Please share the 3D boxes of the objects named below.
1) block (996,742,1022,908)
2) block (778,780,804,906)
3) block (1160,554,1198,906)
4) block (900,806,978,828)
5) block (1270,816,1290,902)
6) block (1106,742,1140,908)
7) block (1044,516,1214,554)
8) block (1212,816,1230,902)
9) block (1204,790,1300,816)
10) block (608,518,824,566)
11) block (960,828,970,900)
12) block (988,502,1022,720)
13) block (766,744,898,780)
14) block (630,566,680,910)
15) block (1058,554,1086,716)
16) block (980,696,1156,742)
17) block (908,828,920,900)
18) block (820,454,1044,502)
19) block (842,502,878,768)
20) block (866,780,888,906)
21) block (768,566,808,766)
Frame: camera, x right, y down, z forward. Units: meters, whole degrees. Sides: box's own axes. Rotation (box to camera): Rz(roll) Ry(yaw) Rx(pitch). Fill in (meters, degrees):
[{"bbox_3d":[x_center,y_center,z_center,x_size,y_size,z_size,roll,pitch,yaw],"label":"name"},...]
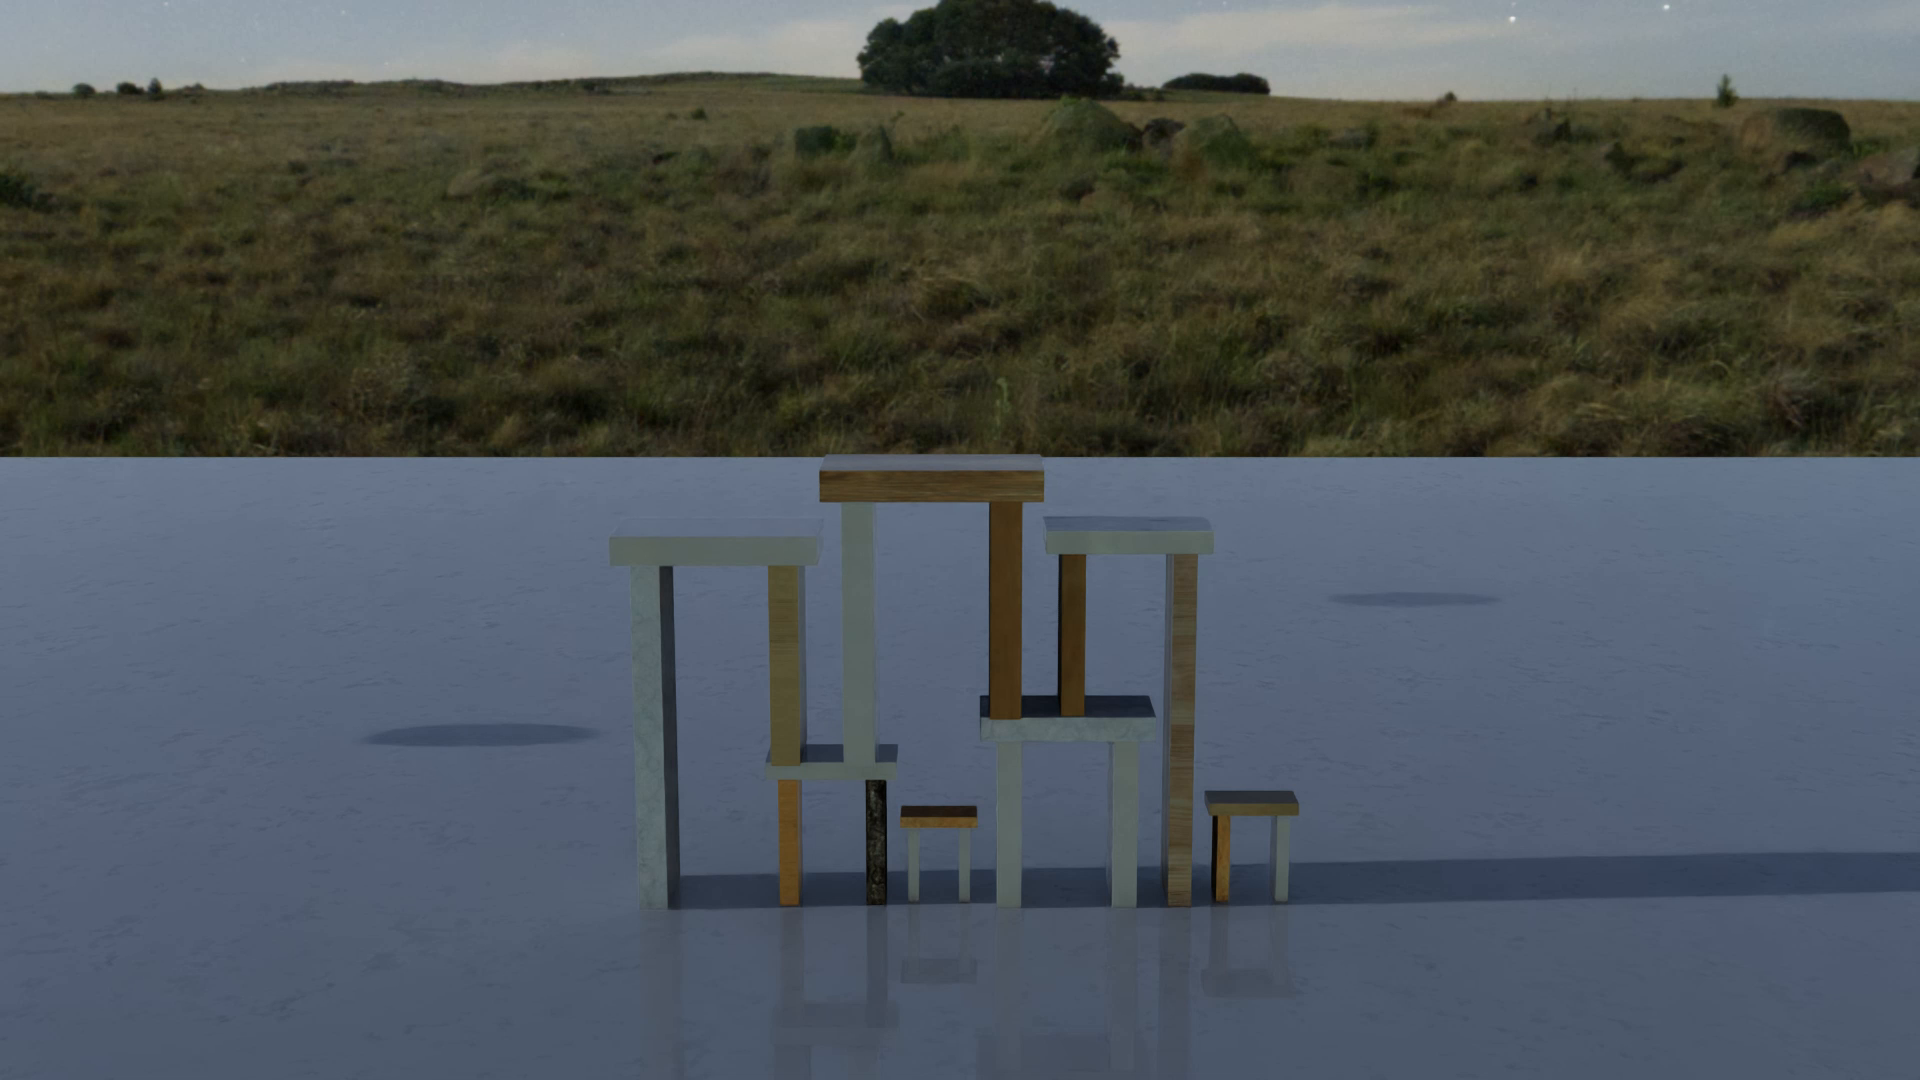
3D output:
[{"bbox_3d":[0.080,0.451,3.643,0.040,0.283,0.141,0,11,0],"label":"block"},{"bbox_3d":[-0.280,0.486,3.647,0.030,0.213,0.107,0,11,0],"label":"block"},{"bbox_3d":[0.359,0.300,3.618,0.038,0.589,0.133,0,11,0],"label":"block"},{"bbox_3d":[-0.035,0.458,3.641,0.126,0.018,0.063,0,11,0],"label":"block"},{"bbox_3d":[0.531,0.518,3.656,0.021,0.147,0.073,0,11,0],"label":"block"},{"bbox_3d":[0.269,0.451,3.643,0.040,0.283,0.141,0,11,0],"label":"block"},{"bbox_3d":[0.271,-0.008,3.560,0.266,0.038,0.133,0,11,0],"label":"block"},{"bbox_3d":[0.433,0.518,3.656,0.021,0.147,0.073,0,11,0],"label":"block"},{"bbox_3d":[0.482,0.435,3.641,0.147,0.021,0.073,0,11,0],"label":"block"},{"bbox_3d":[-0.391,0.003,3.564,0.329,0.047,0.165,0,11,0],"label":"block"},{"bbox_3d":[0.007,0.529,3.654,0.018,0.126,0.063,0,11,0],"label":"block"},{"bbox_3d":[0.073,0.098,3.583,0.050,0.354,0.177,0,11,0],"label":"block"},{"bbox_3d":[-0.210,0.366,3.625,0.213,0.030,0.107,0,11,0],"label":"block"},{"bbox_3d":[-0.501,0.308,3.621,0.047,0.573,0.165,0,11,0],"label":"block"},{"bbox_3d":[0.182,0.141,3.588,0.038,0.266,0.133,0,11,0],"label":"block"},{"bbox_3d":[0.175,0.293,3.613,0.283,0.040,0.141,0,11,0],"label":"block"},{"bbox_3d":[-0.077,0.529,3.654,0.018,0.126,0.063,0,11,0],"label":"block"},{"bbox_3d":[-0.044,-0.101,3.546,0.354,0.050,0.177,0,11,0],"label":"block"},{"bbox_3d":[-0.162,0.137,3.589,0.050,0.433,0.177,0,11,0],"label":"block"},{"bbox_3d":[-0.138,0.486,3.647,0.030,0.213,0.107,0,11,0],"label":"block"},{"bbox_3d":[-0.281,0.188,3.599,0.047,0.329,0.165,0,11,0],"label":"block"}]
